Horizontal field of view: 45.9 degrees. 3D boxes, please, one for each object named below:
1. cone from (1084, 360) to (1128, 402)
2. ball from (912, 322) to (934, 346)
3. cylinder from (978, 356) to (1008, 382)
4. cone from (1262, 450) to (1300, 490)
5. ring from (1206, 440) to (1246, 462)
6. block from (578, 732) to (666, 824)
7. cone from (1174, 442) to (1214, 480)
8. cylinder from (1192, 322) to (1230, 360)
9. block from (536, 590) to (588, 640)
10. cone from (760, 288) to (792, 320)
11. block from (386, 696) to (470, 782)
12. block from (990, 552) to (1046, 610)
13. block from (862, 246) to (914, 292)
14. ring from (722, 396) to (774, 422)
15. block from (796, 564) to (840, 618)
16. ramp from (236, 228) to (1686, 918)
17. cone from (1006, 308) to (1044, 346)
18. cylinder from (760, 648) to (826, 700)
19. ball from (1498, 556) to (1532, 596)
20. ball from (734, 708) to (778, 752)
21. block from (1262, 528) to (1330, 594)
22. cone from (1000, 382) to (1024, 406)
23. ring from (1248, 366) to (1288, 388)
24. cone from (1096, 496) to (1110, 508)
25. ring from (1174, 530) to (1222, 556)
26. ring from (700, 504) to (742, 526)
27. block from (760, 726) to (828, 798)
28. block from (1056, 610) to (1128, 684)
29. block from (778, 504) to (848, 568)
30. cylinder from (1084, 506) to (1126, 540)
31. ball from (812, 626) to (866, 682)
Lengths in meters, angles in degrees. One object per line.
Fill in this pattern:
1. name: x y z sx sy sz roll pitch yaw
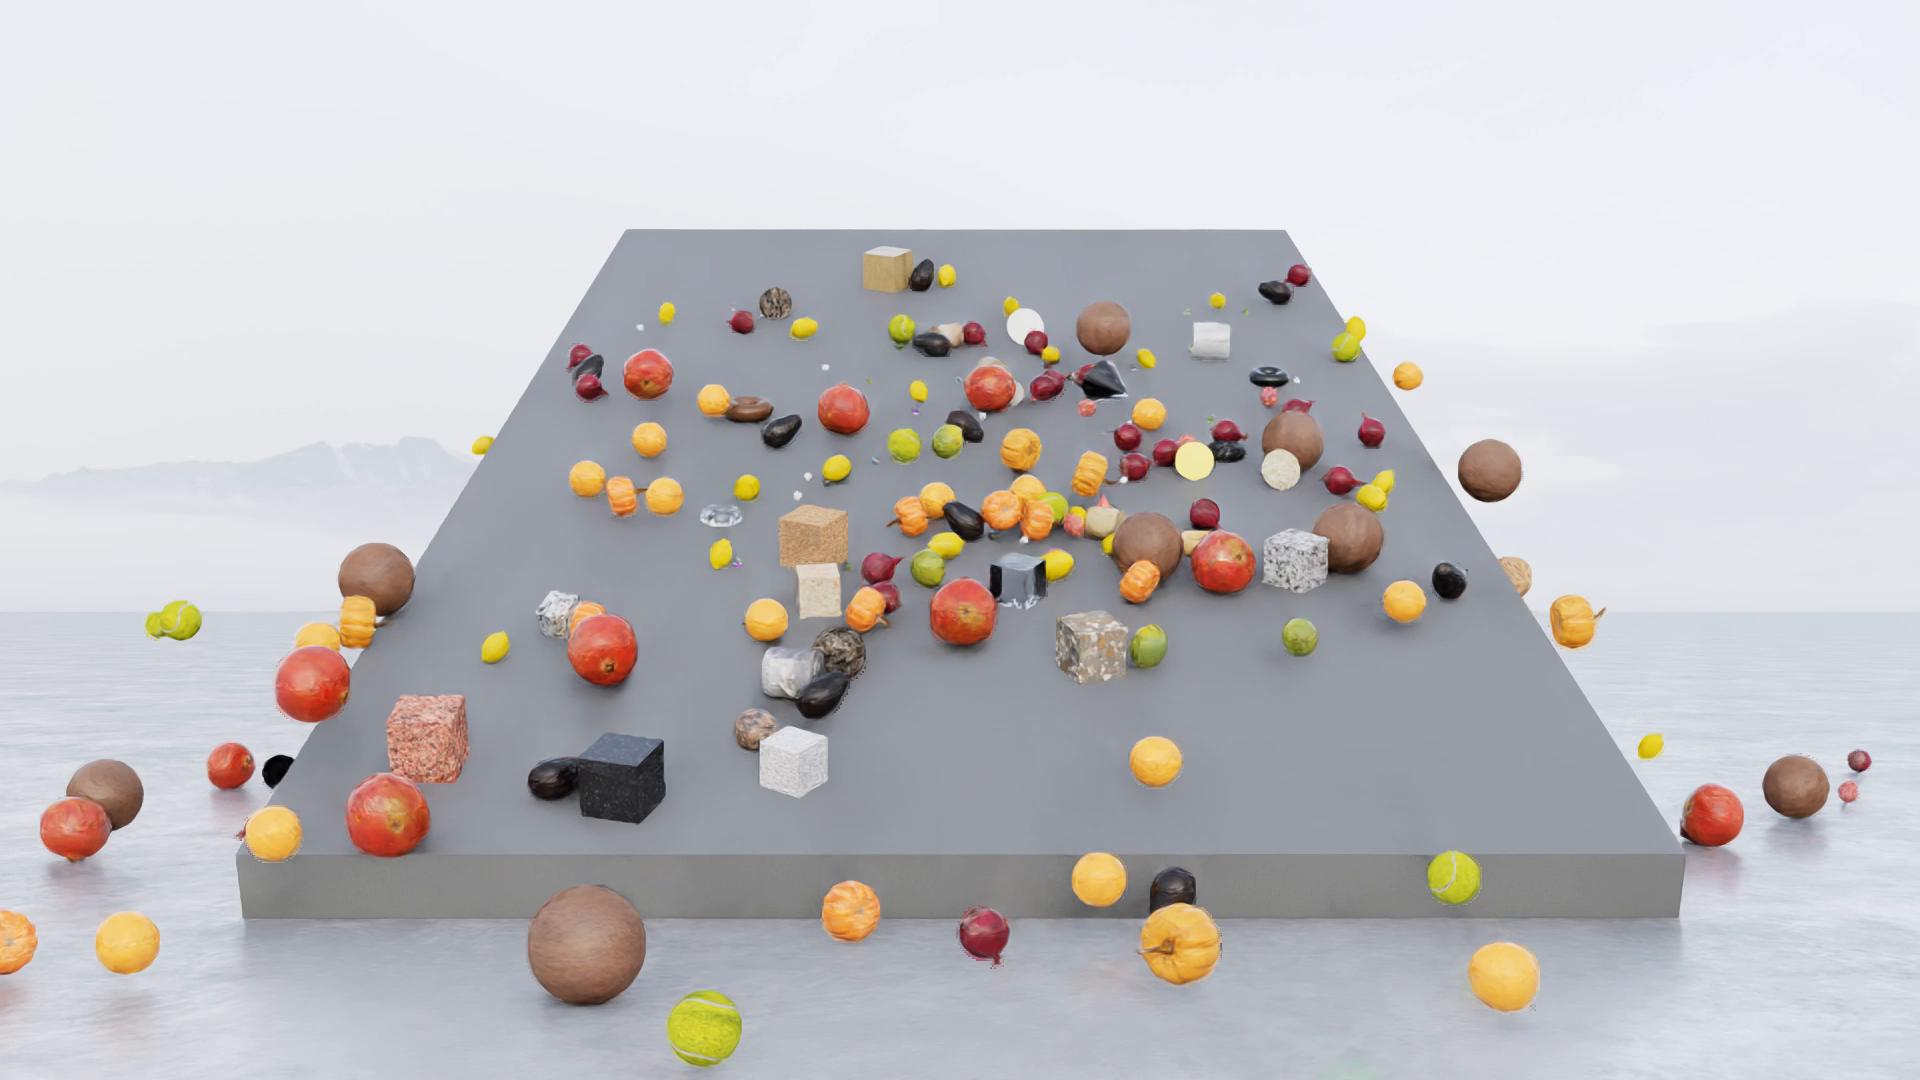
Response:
1. cone: 0.349 -0.340 5.108 0.100 0.100 0.100 1 21 -38
2. ball: -0.087 -0.511 5.618 0.058 0.058 0.058 0 -2 0
3. cylinder: 0.076 -0.402 5.328 0.052 0.052 0.052 1 17 -32
4. cone: 0.639 -0.137 4.631 0.083 0.083 0.083 0 -7 -15
5. ring: 0.558 -0.187 4.778 0.087 0.029 0.087 0 19 0
6. block: -0.483 0.340 3.245 0.091 0.091 0.091 6 21 15
7. cone: 0.480 -0.158 4.688 0.080 0.080 0.080 0 -9 0
8. cylinder: 0.610 -0.482 5.498 0.087 0.087 0.087 3 -1 8
9. block: -0.676 0.128 3.848 0.055 0.055 0.055 9 -42 23
10. cone: -0.473 -0.605 5.902 0.086 0.086 0.086 0 -6 4
11. block: -0.788 0.294 3.362 0.096 0.096 0.096 0 20 0
12. block: 0.102 0.072 4.006 0.072 0.072 0.072 11 23 27
13. block: -0.195 -0.737 6.174 0.099 0.099 0.099 11 23 28
14. ring: -0.473 -0.292 5.048 0.115 0.038 0.115 1 19 0
15. block: -0.248 0.088 3.963 0.071 0.071 0.071 -3 20 -8
16. ramp: -0.005 -0.208 5.020 2.000 0.100 4.000 0 20 0
17. cone: 0.153 -0.523 5.676 0.094 0.094 0.094 0 -7 -12
18. cylinder: -0.265 0.212 3.606 0.079 0.079 0.079 2 -1 16
19. ball: 1.101 0.075 4.538 0.087 0.087 0.087 0 -2 0
20. ball: -0.309 0.287 3.428 0.066 0.066 0.066 0 -2 0
21. block: 0.605 0.037 4.089 0.083 0.083 0.083 17 26 38
22. cone: 0.131 -0.326 5.160 0.059 0.059 0.059 -1 -10 28
23. ring: 0.723 -0.382 5.309 0.094 0.031 0.094 0 22 0
24. cone: 0.278 -0.064 4.408 0.052 0.052 0.052 0 20 0
25. ring: 0.447 0.006 4.252 0.089 0.030 0.089 -1 19 0
26. ring: -0.463 -0.048 4.397 0.083 0.028 0.083 0 19 0
27. block: -0.243 0.324 3.320 0.070 0.070 0.070 13 24 31
28. block: 0.215 0.175 3.708 0.086 0.086 0.086 -8 22 -22
29. block: -0.270 -0.002 4.178 0.092 0.092 0.092 11 23 27
30. cylinder: 0.276 -0.031 4.306 0.060 0.060 0.060 -4 -3 27
31. ball: -0.197 0.184 3.673 0.089 0.089 0.089 0 -2 0
